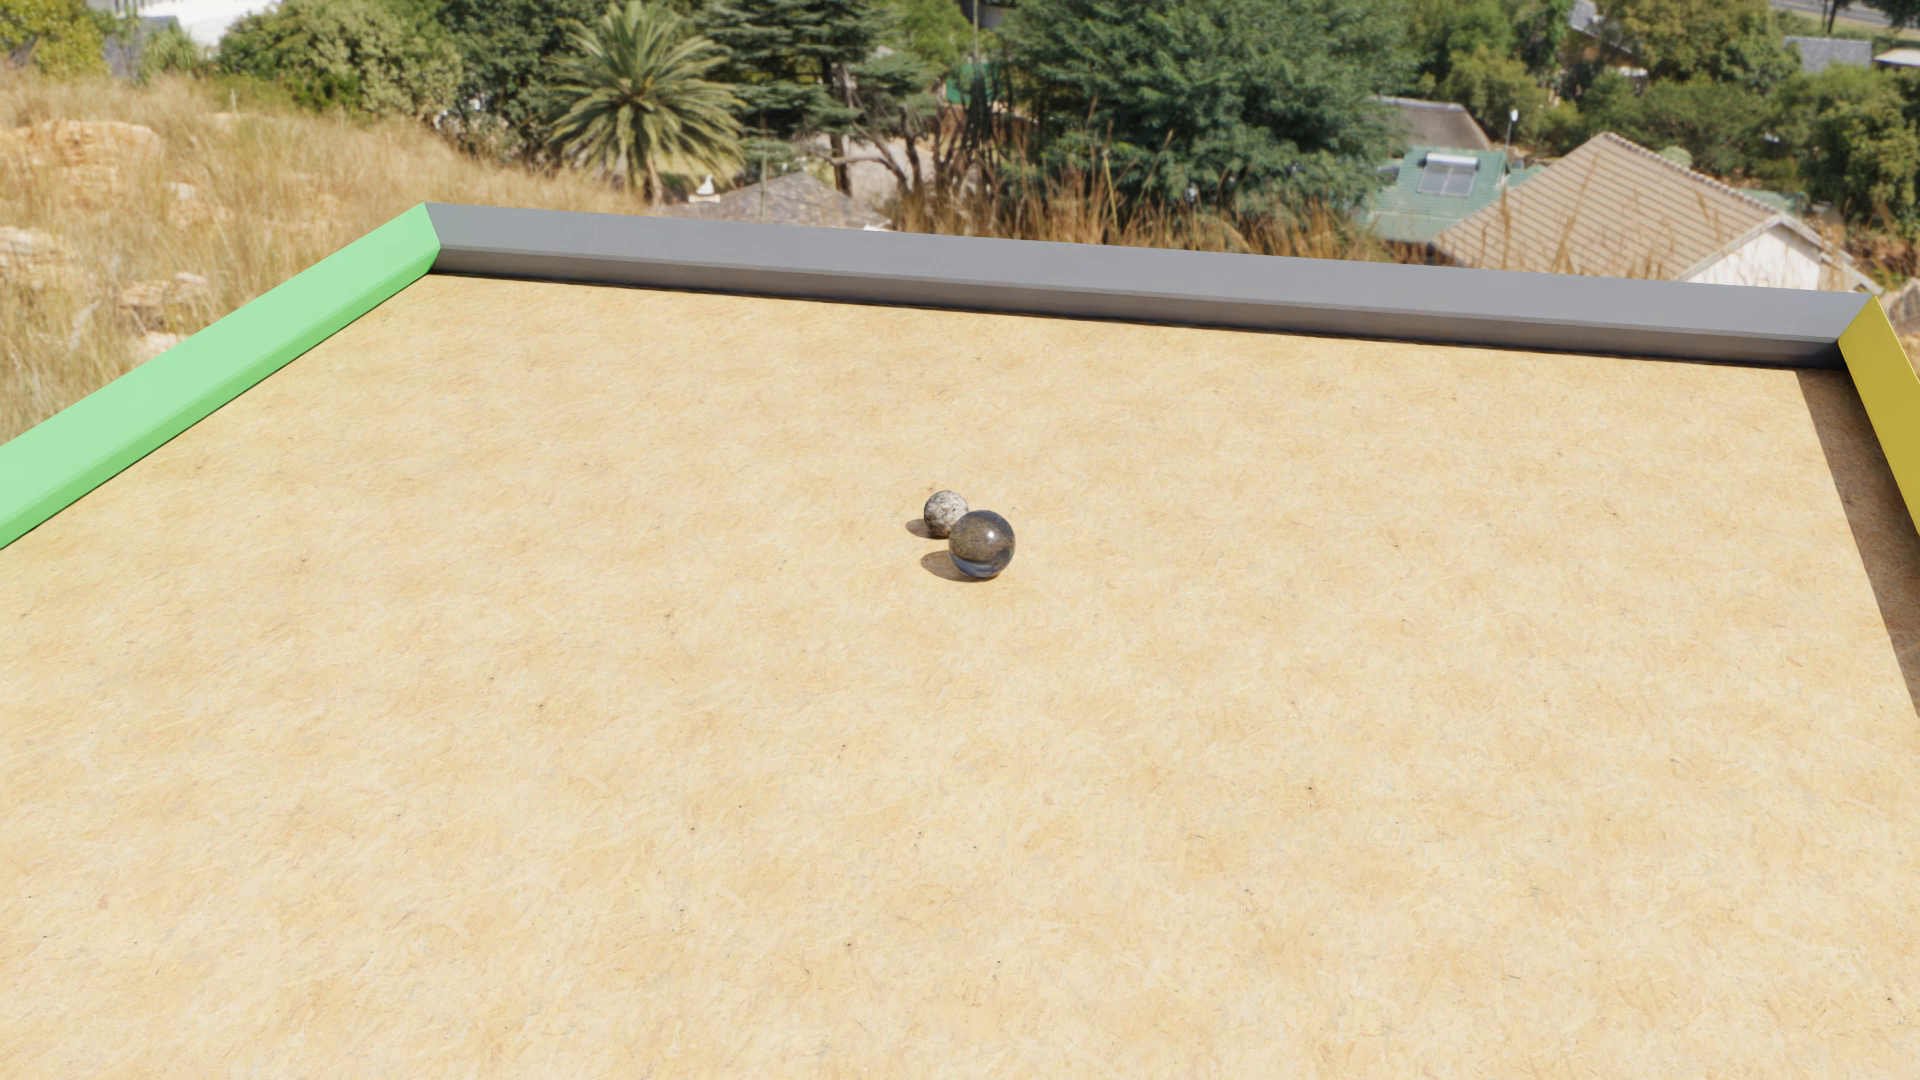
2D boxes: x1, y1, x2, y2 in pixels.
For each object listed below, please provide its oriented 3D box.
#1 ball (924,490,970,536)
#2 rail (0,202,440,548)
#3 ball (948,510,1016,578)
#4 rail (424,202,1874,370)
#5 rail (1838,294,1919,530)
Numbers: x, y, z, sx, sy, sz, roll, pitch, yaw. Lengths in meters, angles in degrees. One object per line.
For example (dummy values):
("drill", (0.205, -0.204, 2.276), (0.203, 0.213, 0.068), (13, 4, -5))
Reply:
("ball", (-0.015, -0.030, 2.505), (0.053, 0.053, 0.053), (0, 24, 0))
("rail", (-1.220, 0.242, 1.813), (0.045, 0.110, 3.643), (5, 24, 12))
("ball", (0.024, 0.004, 2.399), (0.075, 0.075, 0.075), (0, 24, 0))
("rail", (0.198, -0.370, 3.204), (2.134, 0.110, 0.045), (5, 24, 12))
("rail", (0.813, 0.430, 1.387), (0.045, 0.110, 3.643), (5, 24, 12))
